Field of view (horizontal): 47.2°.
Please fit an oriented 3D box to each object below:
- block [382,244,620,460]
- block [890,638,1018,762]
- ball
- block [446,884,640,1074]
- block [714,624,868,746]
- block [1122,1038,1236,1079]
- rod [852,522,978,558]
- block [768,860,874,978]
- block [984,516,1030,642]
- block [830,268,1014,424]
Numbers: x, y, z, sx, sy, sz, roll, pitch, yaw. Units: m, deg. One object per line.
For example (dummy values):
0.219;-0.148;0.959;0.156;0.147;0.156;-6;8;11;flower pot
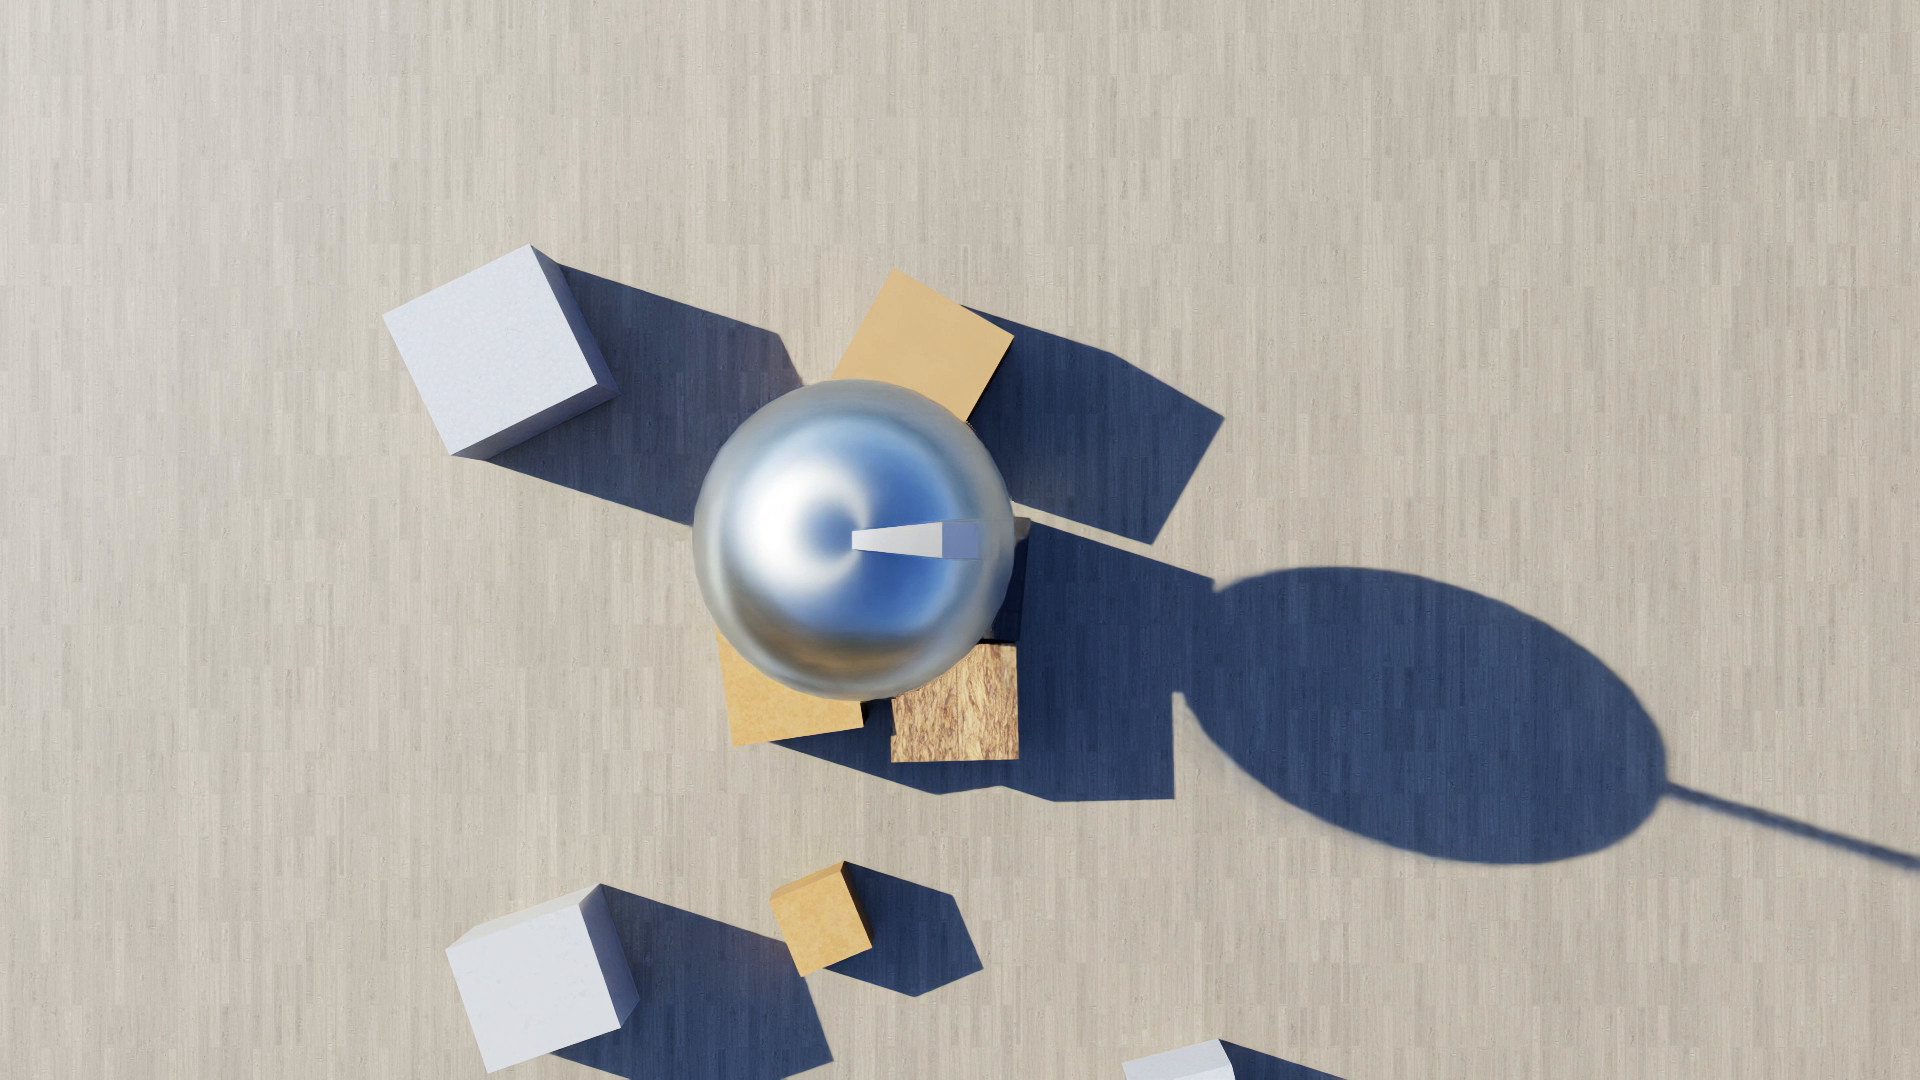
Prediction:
-2.599;-1.053;12.573;0.905;0.853;0.862;-26;90;0;block
-0.036;0.917;12.693;0.717;0.613;0.653;-1;90;0;block
-0.521;0.000;10.879;1.600;1.600;1.600;0;90;0;ball
-2.380;2.500;12.627;0.783;0.747;0.730;-19;90;0;block
-0.959;0.723;12.633;0.737;0.733;0.758;-9;90;0;block
1.316;3.318;12.673;0.588;0.655;0.617;-14;90;0;block
-0.226;0.000;7.492;0.080;5.200;0.080;0;90;-5;rod
-0.798;2.198;12.790;0.442;0.421;0.472;-23;90;0;block
-0.012;0.187;12.639;0.753;0.722;0.694;5;90;0;block
-0.251;-0.939;12.586;0.768;0.829;0.876;30;90;0;block
